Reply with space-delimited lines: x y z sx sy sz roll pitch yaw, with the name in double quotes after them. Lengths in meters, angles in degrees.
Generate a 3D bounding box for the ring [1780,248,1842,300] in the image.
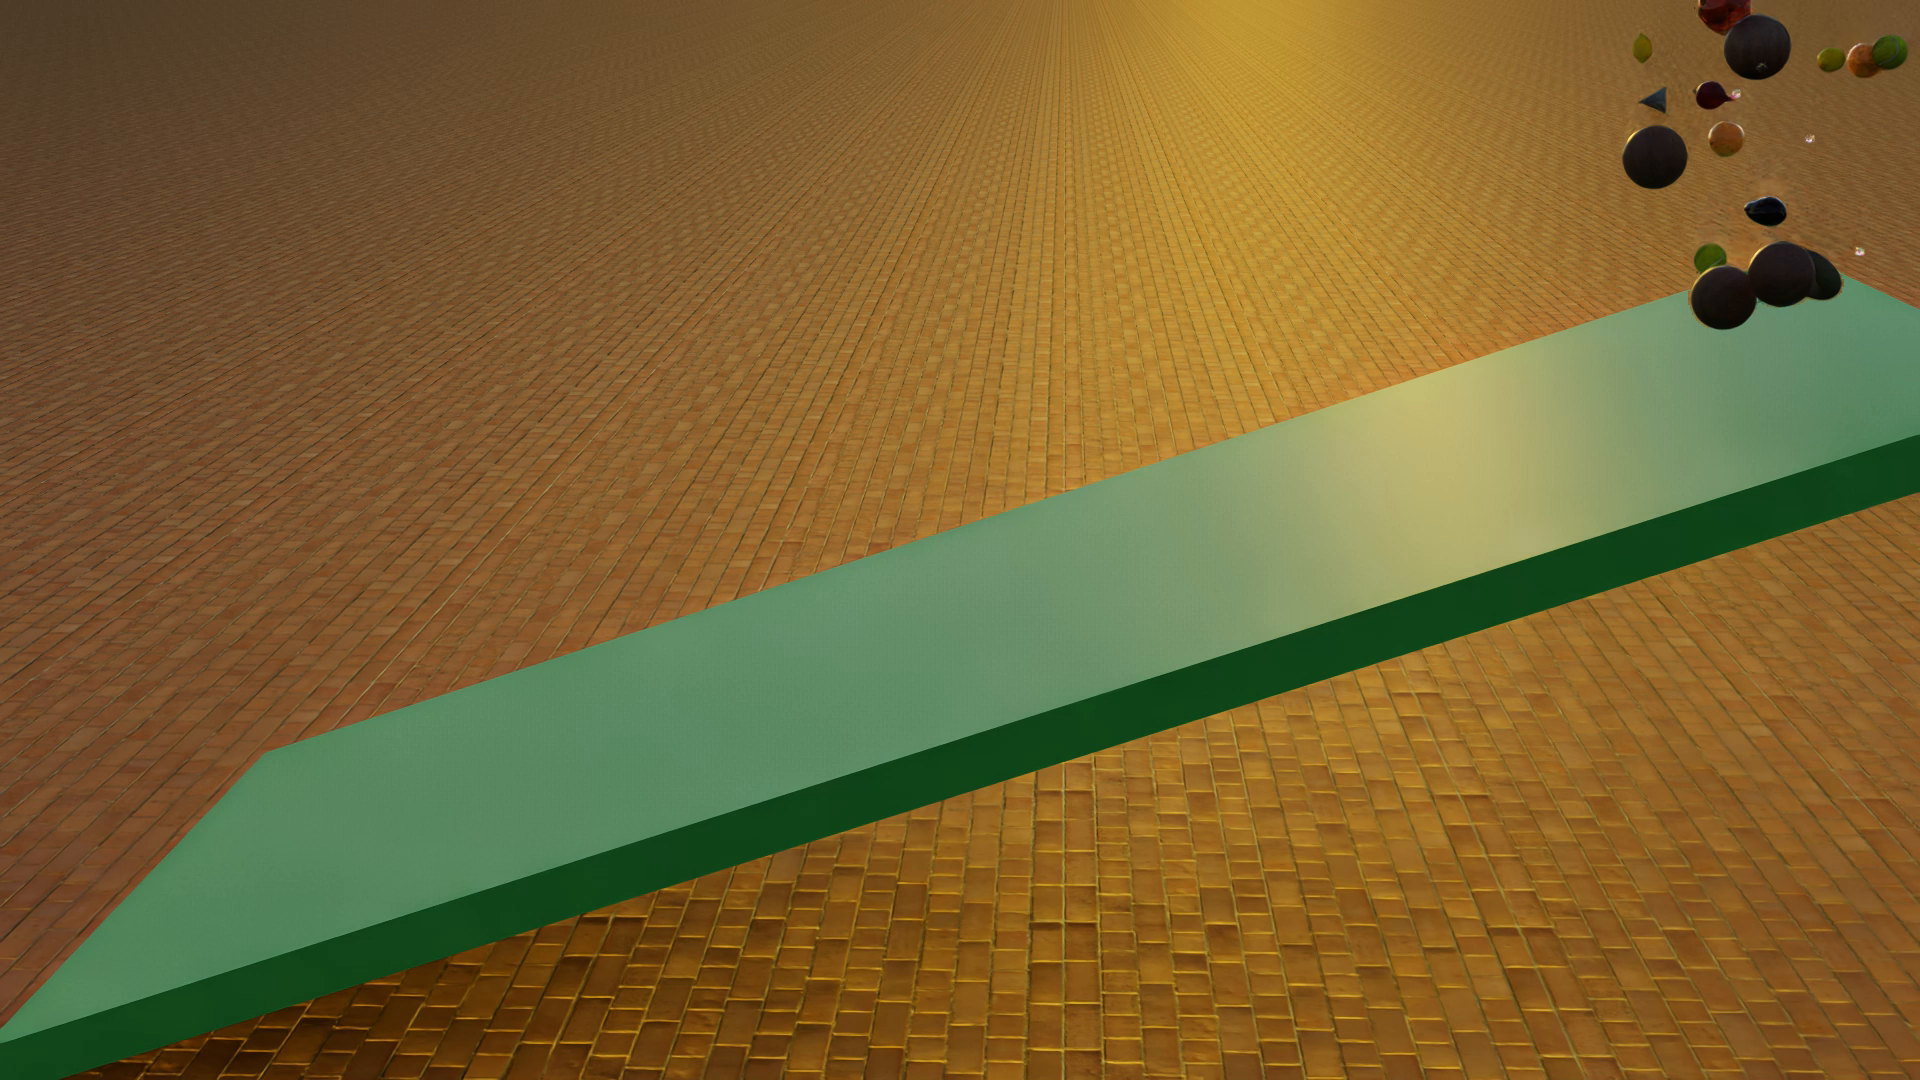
1.725 -0.540 5.967 0.045 0.135 0.135 -51 31 -12 "ring"

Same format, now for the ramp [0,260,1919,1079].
0.106 0.180 6.305 4.000 0.100 2.000 -18 11 6 "ramp"
